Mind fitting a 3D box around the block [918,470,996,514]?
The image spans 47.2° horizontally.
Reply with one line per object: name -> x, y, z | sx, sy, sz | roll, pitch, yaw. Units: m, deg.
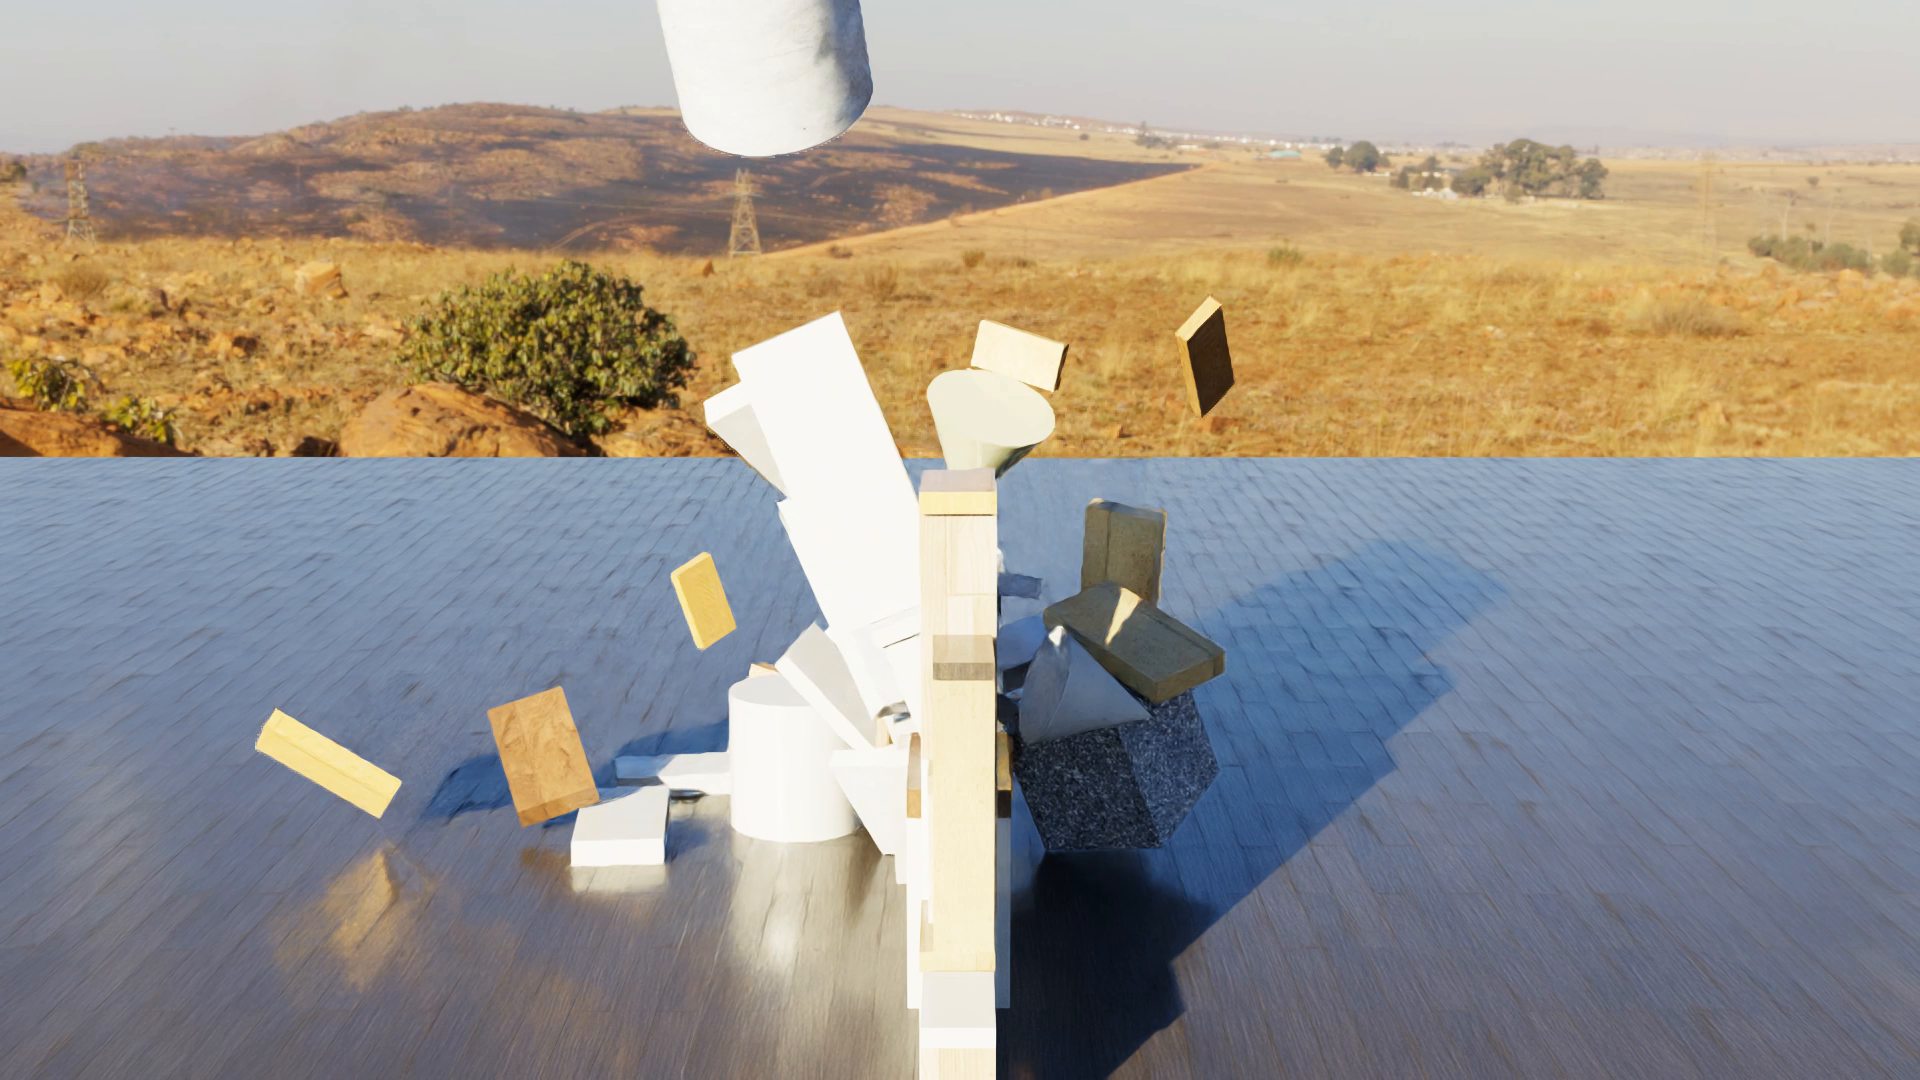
block -> -0.002, -0.066, 2.939 | 0.100, 0.028, 0.200 | 0, 10, 1

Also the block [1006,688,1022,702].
block -> 0.082, 0.266, 4.238 | 0.049, 0.097, 0.014 | 5, -37, -35

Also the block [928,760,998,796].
block -> 0.004, 0.301, 2.942 | 0.091, 0.026, 0.182 | 0, 11, 0

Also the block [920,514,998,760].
block -> -0.002, 0.125, 2.907 | 0.100, 0.334, 0.028 | 0, 11, 0

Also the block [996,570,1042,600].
block -> 0.014, 0.074, 4.307 | 0.154, 0.044, 0.361 | 9, 0, 27

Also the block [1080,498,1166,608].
block -> 0.328, 0.078, 4.497 | 0.154, 0.309, 0.044 | 13, 27, 22

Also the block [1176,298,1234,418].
block -> 0.465, -0.341, 4.159 | 0.027, 0.097, 0.304 | 38, -12, 25

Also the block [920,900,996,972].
block -> -0.004, 0.521, 2.901 | 0.097, 0.028, 0.194 | 0, 11, 0

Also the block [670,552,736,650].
block -> -0.477, 0.113, 4.090 | 0.081, 0.162, 0.023 | -35, 32, -32

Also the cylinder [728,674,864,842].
cylinder -> -0.297, 0.395, 4.035 | 0.250, 0.250, 0.250 | 0, 11, 0

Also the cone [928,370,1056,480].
cone -> 0.032, -0.163, 4.470 | 0.265, 0.265, 0.265 | 11, 36, -8

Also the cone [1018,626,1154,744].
cone -> 0.231, 0.268, 3.655 | 0.202, 0.202, 0.202 | 17, 6, -16

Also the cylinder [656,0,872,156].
cylinder -> -0.276, -0.729, 3.051 | 0.276, 0.276, 0.276 | -4, 47, 4

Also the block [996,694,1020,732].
block -> 0.032, 0.295, 4.065 | 0.154, 0.044, 0.309 | 24, -10, 28

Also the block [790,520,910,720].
block -> -0.126, 0.110, 3.492 | 0.170, 0.340, 0.048 | -11, -26, -34

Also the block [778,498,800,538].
block -> -0.168, 0.046, 3.619 | 0.155, 0.310, 0.044 | -21, -26, -13

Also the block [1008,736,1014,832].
block -> 0.001, 0.457, 3.528 | 0.158, 0.316, 0.045 | -1, 31, -3

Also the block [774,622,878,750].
block -> -0.208, 0.276, 3.902 | 0.036, 0.252, 0.126 | -39, 7, 32

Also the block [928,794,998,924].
block -> 0.004, 0.414, 2.901 | 0.091, 0.182, 0.026 | 0, 11, 0

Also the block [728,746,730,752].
block -> -0.301, 0.382, 4.233 | 0.292, 0.146, 0.041 | 18, 7, 27

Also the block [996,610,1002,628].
block -> 0.056, 0.155, 4.315 | 0.014, 0.049, 0.097 | -30, 10, 20

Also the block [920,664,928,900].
block -> -0.004, 0.357, 3.083 | 0.099, 0.399, 0.028 | 0, 11, 0

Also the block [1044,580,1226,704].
block -> 0.303, 0.175, 3.850 | 0.155, 0.044, 0.310 | -22, 35, -29

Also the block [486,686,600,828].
block -> -0.773, 0.398, 4.070 | 0.146, 0.041, 0.292 | -18, 40, -11

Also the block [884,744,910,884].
block -> -0.035, 0.450, 3.619 | 0.158, 0.316, 0.045 | -4, 46, -1

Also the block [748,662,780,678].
block -> -0.273, 0.364, 4.293 | 0.336, 0.168, 0.048 | 15, 8, 28

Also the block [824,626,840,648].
block -> -0.108, 0.283, 4.245 | 0.336, 0.048, 0.168 | 38, 8, 16

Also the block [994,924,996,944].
block -> 0.004, 0.434, 3.028 | 0.091, 0.267, 0.026 | 0, 10, 0

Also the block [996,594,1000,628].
block -> -0.003, 0.277, 4.424 | 0.168, 0.336, 0.048 | 0, 5, 2

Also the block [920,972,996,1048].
block -> -0.002, 0.575, 2.699 | 0.090, 0.025, 0.179 | 0, 11, 0

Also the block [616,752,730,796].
block -> -0.521, 0.456, 4.278 | 0.292, 0.041, 0.146 | -2, 11, -10

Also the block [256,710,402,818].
block -> -1.121, 0.399, 3.904 | 0.252, 0.036, 0.126 | 32, -33, -9

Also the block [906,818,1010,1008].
block -> -0.002, 0.530, 3.183 | 0.148, 0.296, 0.042 | 0, 11, 0

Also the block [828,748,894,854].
block -> -0.116, 0.450, 3.770 | 0.126, 0.253, 0.036 | -5, 45, 24

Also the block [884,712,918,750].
block -> -0.075, 0.227, 3.566 | 0.126, 0.036, 0.253 | -6, 44, -17

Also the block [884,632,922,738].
block -> -0.040, 0.219, 3.263 | 0.090, 0.180, 0.026 | -22, 11, -1

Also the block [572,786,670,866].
block -> -0.608, 0.513, 3.963 | 0.158, 0.045, 0.316 | -1, 11, -5

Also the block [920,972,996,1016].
block -> -0.004, 0.642, 2.857 | 0.097, 0.194, 0.028 | 0, 11, 0

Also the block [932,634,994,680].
block -> 0.004, 0.148, 2.794 | 0.077, 0.022, 0.154 | 0, 11, -1

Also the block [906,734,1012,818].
block -> -0.002, 0.345, 3.249 | 0.148, 0.042, 0.296 | 0, 11, 0

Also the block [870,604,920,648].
block -> -0.086, 0.115, 3.309 | 0.090, 0.025, 0.180 | -22, 10, 3

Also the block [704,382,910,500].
block -> -0.237, -0.151, 3.482 | 0.170, 0.048, 0.340 | -26, -39, 17

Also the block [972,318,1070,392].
block -> 0.122, -0.379, 4.505 | 0.193, 0.097, 0.027 | 20, 17, 24

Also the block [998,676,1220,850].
block -> 0.266, 0.373, 3.869 | 0.243, 0.243, 0.243 | -7, 24, 37

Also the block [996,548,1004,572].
block -> 0.011, 0.102, 4.545 | 0.194, 0.097, 0.027 | -32, 45, -27

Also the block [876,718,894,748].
block -> -0.090, 0.358, 3.879 | 0.036, 0.126, 0.252 | -37, 28, 25

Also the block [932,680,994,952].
block -> 0.005, 0.346, 2.779 | 0.077, 0.361, 0.022 | 0, 11, 0

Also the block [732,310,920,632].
block -> -0.172, -0.101, 3.267 | 0.170, 0.446, 0.048 | -22, 9, 3

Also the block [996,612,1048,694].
block -> 0.123, 0.196, 3.925 | 0.155, 0.044, 0.338 | 14, 20, 38

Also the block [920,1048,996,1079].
block -> -0.002, 0.687, 2.659 | 0.090, 0.179, 0.025 | 0, 11, 0
